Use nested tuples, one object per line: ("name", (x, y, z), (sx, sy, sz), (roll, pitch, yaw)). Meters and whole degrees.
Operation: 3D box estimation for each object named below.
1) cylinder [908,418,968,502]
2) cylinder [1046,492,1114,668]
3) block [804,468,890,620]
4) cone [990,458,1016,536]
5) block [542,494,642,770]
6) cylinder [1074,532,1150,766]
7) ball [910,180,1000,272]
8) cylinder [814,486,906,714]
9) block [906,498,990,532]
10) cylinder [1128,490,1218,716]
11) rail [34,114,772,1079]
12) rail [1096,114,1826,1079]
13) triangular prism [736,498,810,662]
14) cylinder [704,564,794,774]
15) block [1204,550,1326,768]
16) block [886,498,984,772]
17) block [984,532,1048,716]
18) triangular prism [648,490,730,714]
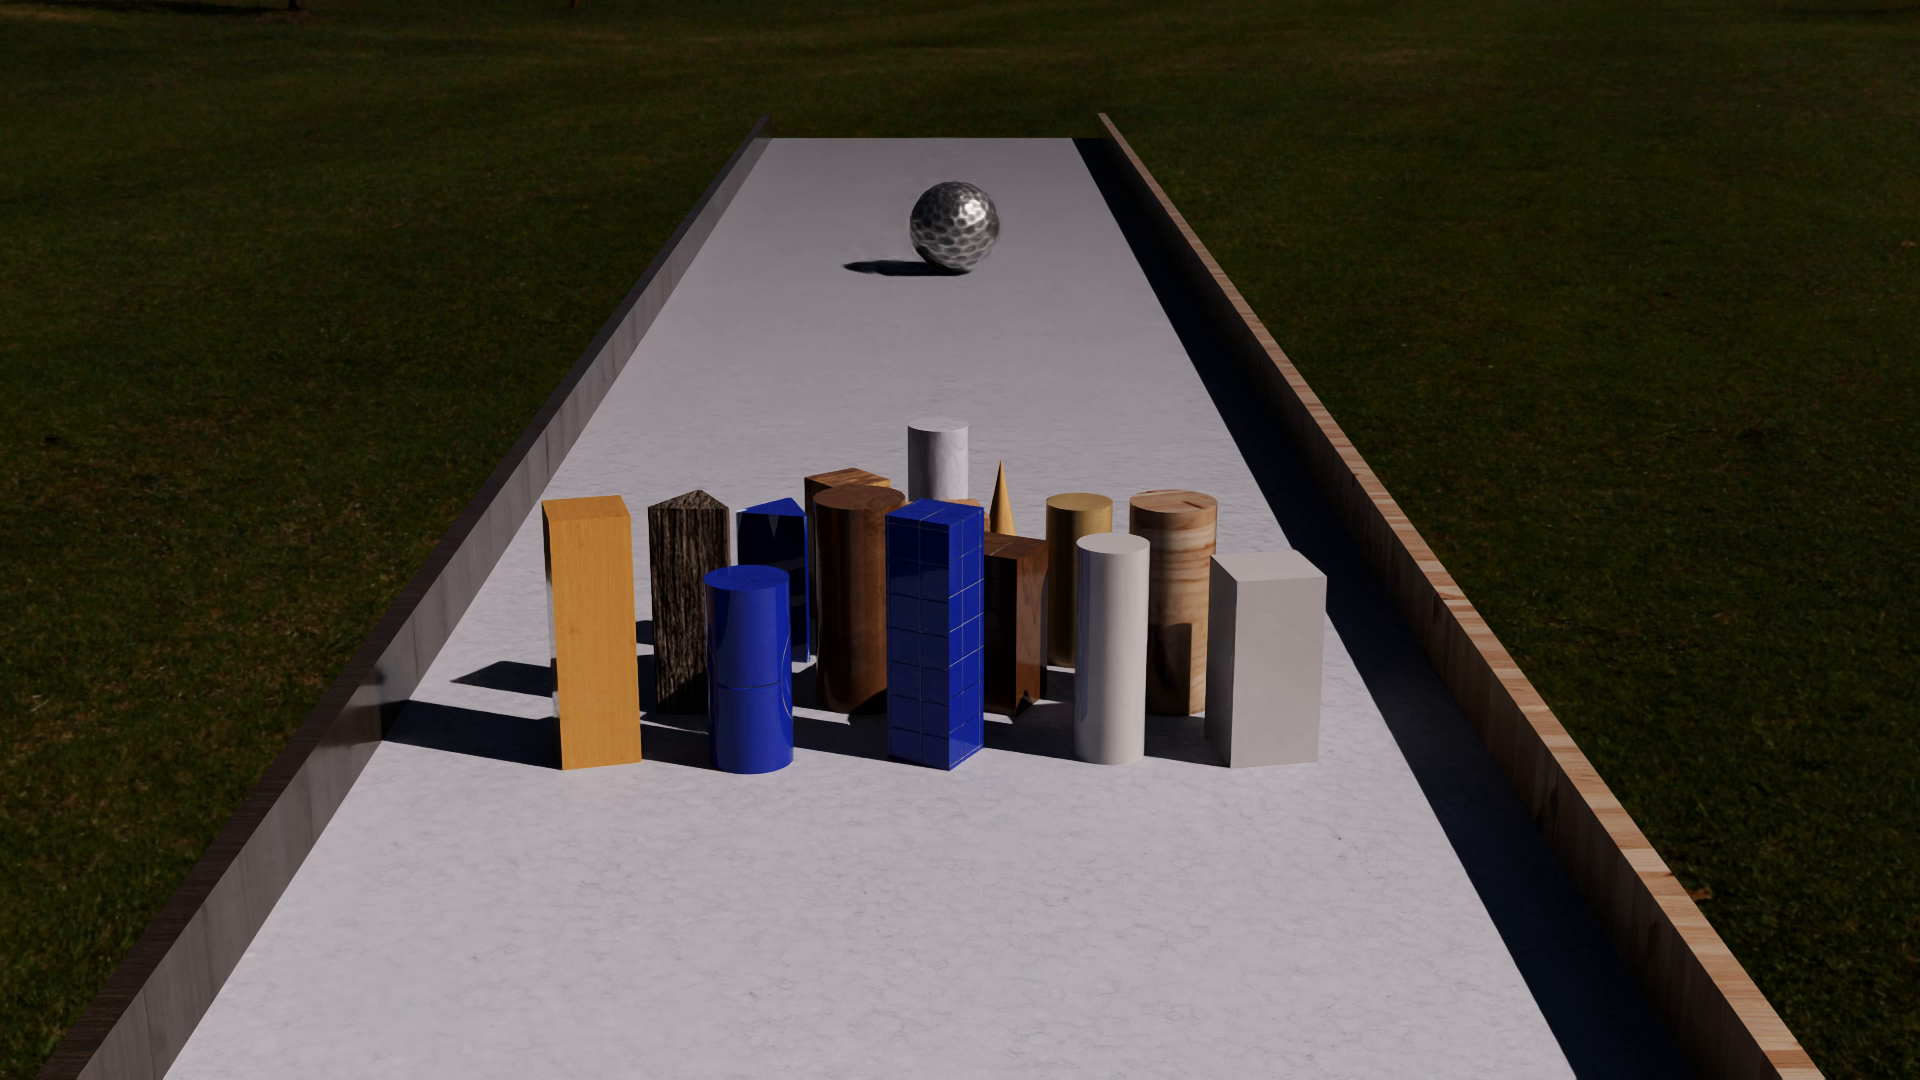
("cylinder", (-0.048, -0.084, 4.887), (0.135, 0.356, 0.135), (0, 17, 0))
("cylinder", (0.236, 0.080, 4.384), (0.133, 0.326, 0.133), (0, 17, 0))
("block", (-0.235, 0.018, 4.629), (0.128, 0.306, 0.128), (-13, 21, -37))
("cone", (0.086, -0.005, 4.640), (0.135, 0.345, 0.135), (0, 17, 0))
("block", (-0.650, 0.162, 3.882), (0.139, 0.455, 0.139), (-5, 17, -15))
("cylinder", (0.267, 0.193, 3.892), (0.128, 0.391, 0.128), (0, 17, 0))
("ball", (-0.022, -1.255, 8.810), (0.363, 0.363, 0.363), (0, 17, 0))
("cylinder", (-0.187, 0.112, 4.148), (0.172, 0.400, 0.172), (0, 17, 0))
("block", (-0.027, 0.087, 4.398), (0.146, 0.305, 0.146), (-3, 17, -11))
("cylinder", (0.396, 0.118, 4.136), (0.163, 0.396, 0.163), (0, 17, 0))
("rail", (-1.118, -0.838, 7.780), (0.050, 0.150, 12.000), (0, 17, -1))
("rail", (0.932, -0.844, 7.801), (0.050, 0.150, 12.000), (0, 17, -1))
("triangular prism", (-0.358, 0.077, 4.432), (0.145, 0.305, 0.125), (4, 17, 13))
("cylinder", (-0.371, 0.227, 3.870), (0.150, 0.338, 0.150), (0, 17, 0))
("block", (0.541, 0.210, 3.914), (0.161, 0.345, 0.161), (-3, 17, -10))
("block", (-0.043, 0.166, 3.879), (0.126, 0.450, 0.126), (9, 19, 28))
("block", (0.075, 0.157, 4.158), (0.137, 0.308, 0.137), (8, 18, 26))
("triangular prism", (-0.493, 0.116, 4.131), (0.147, 0.402, 0.128), (1, 17, 3))
